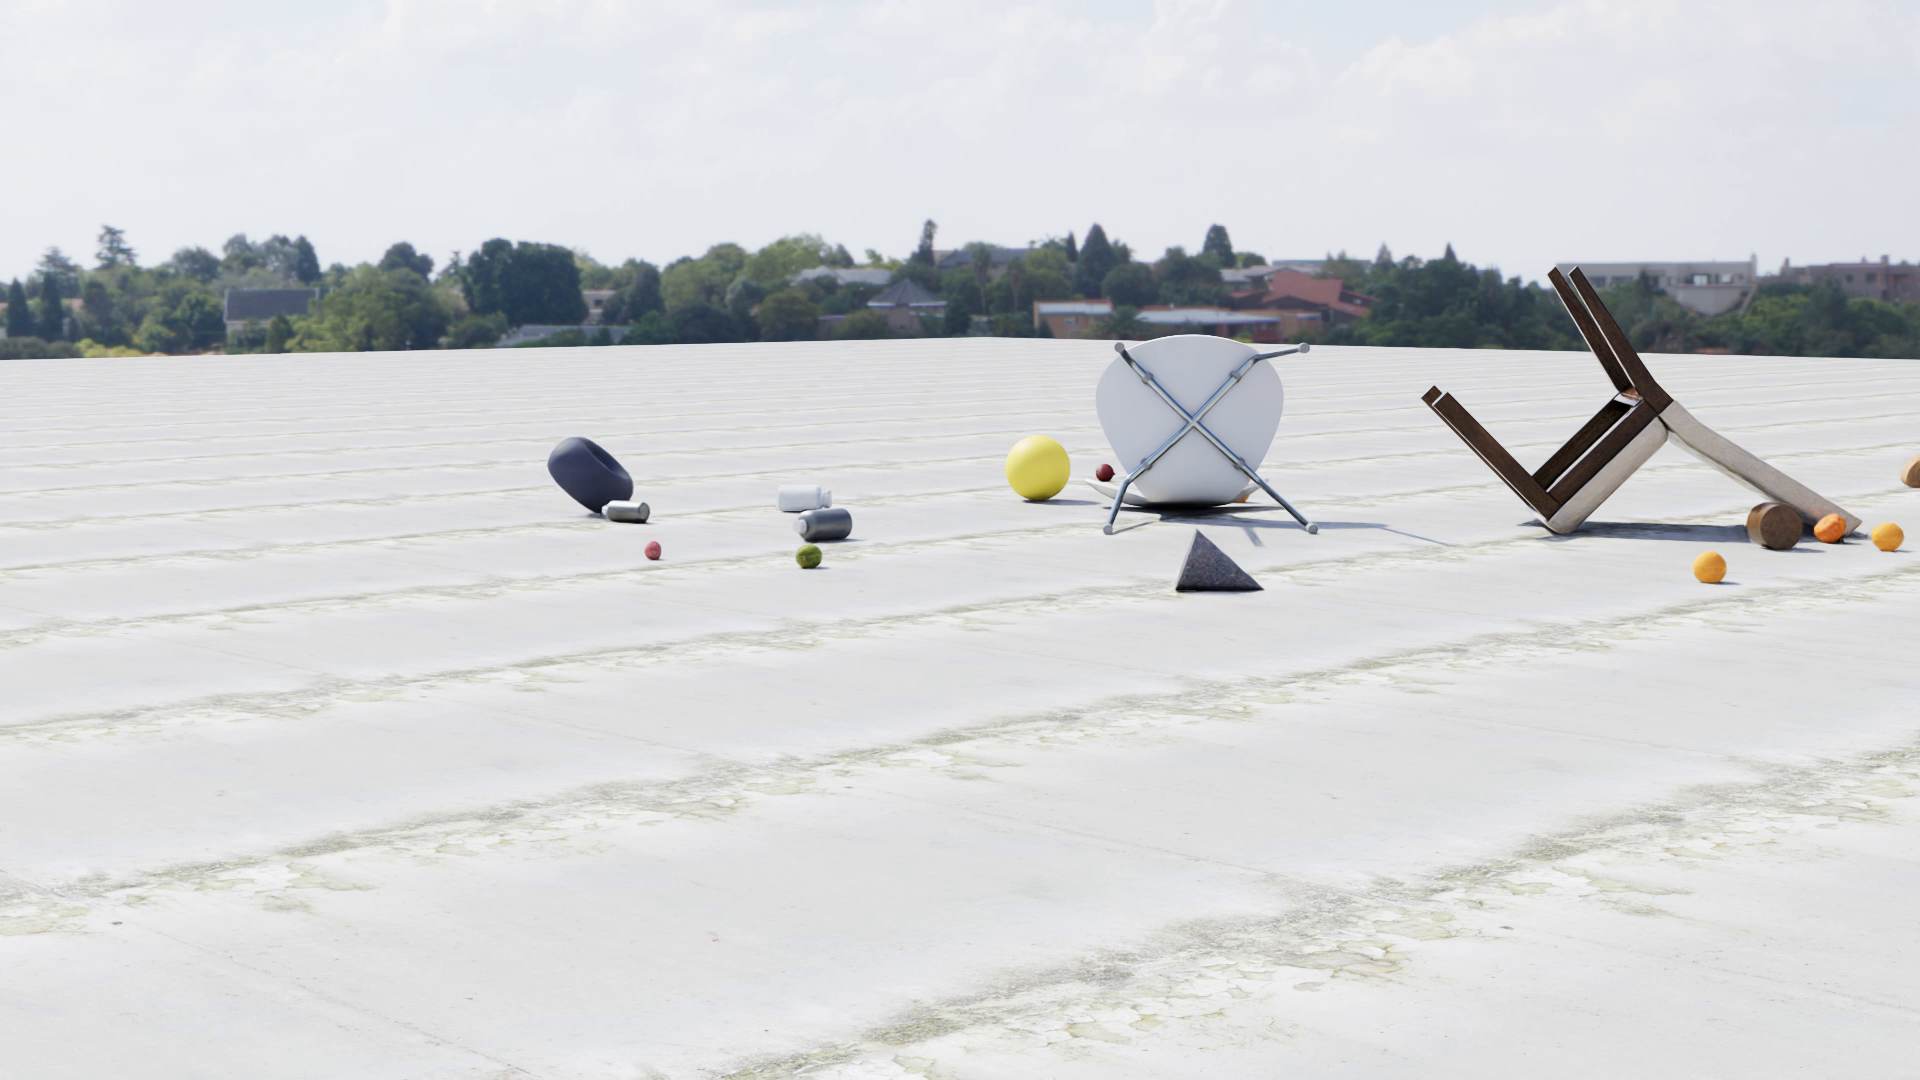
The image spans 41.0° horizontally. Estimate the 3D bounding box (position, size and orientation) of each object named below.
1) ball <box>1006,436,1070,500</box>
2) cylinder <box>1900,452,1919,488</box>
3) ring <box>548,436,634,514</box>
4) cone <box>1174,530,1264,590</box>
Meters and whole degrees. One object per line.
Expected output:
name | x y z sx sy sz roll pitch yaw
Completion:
ball | 0.229 -0.211 7.525 0.192 0.192 0.192 0 6 0
cylinder | 3.020 -0.225 8.031 0.149 0.083 0.128 -41 -3 13
ring | -1.024 -0.179 7.128 0.261 0.129 0.192 39 12 -29
cone | 0.558 0.073 5.396 0.179 0.149 0.114 21 -35 2
